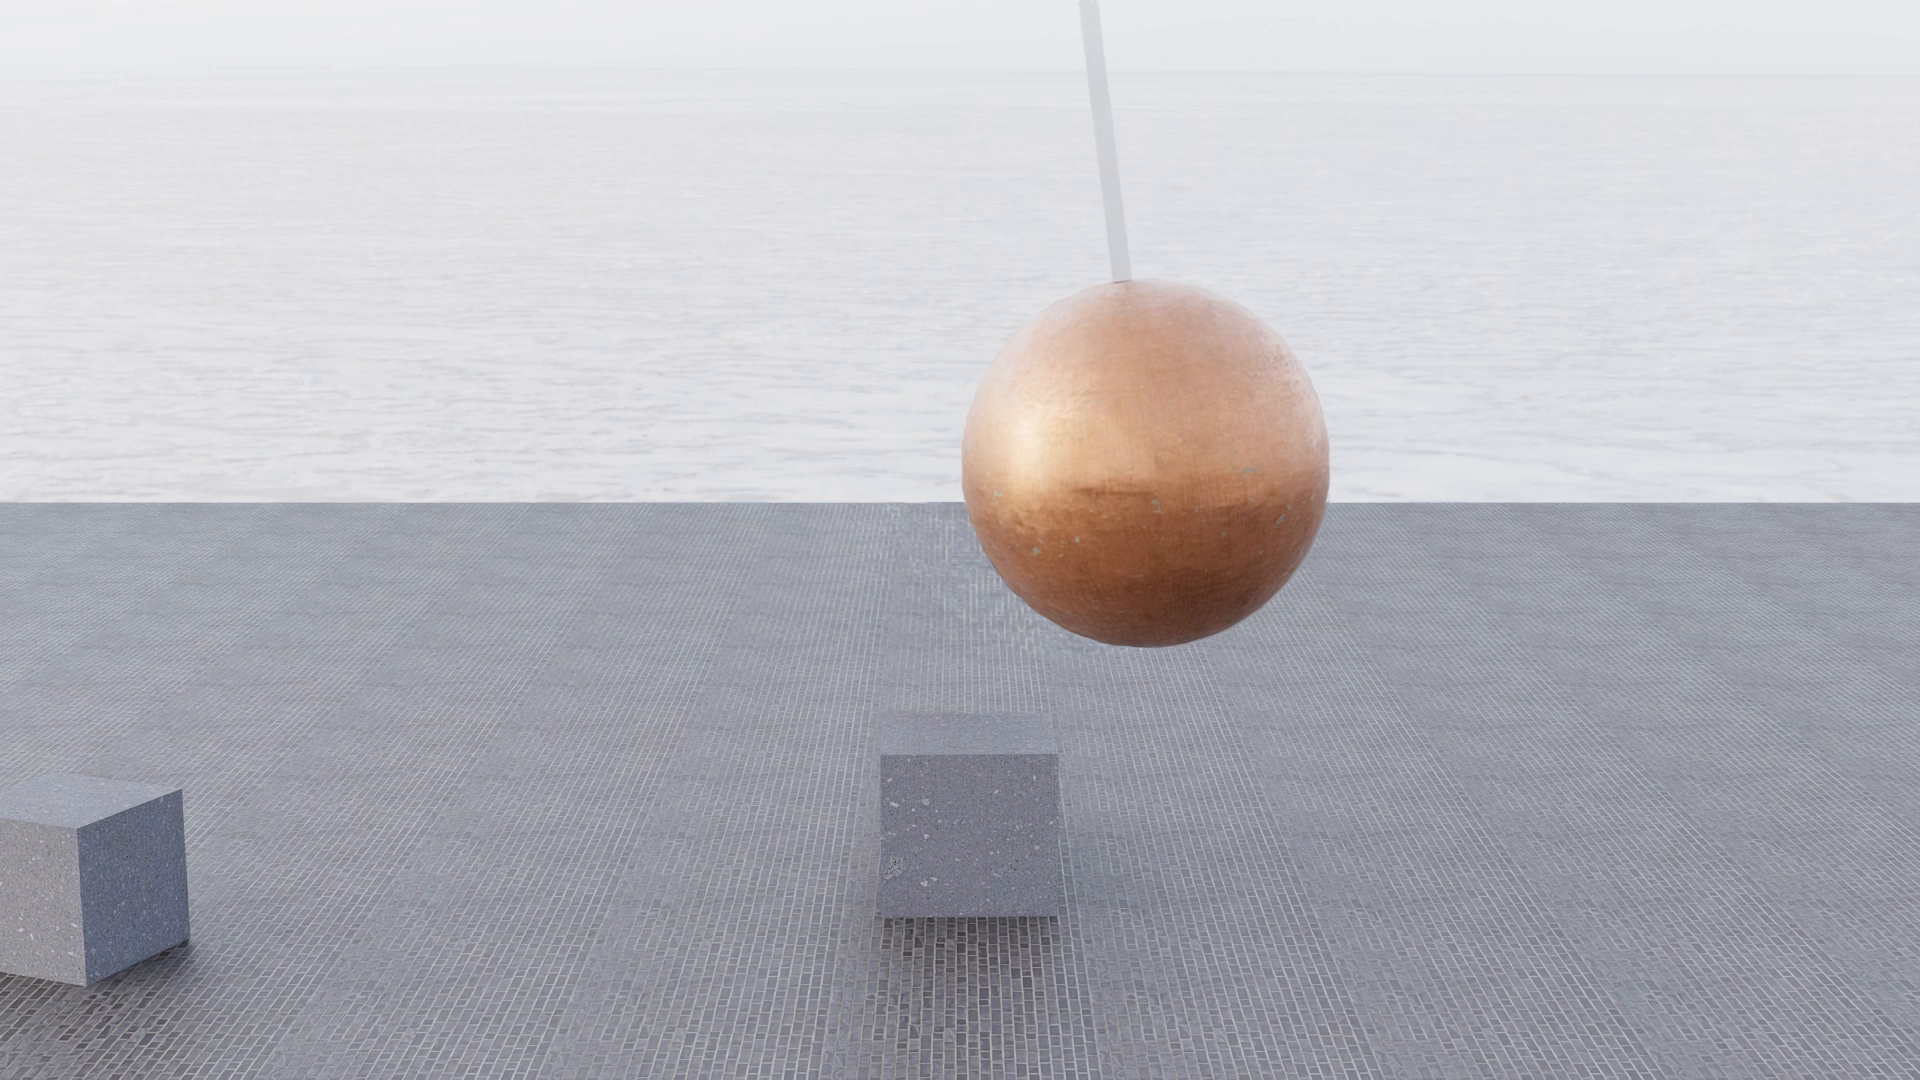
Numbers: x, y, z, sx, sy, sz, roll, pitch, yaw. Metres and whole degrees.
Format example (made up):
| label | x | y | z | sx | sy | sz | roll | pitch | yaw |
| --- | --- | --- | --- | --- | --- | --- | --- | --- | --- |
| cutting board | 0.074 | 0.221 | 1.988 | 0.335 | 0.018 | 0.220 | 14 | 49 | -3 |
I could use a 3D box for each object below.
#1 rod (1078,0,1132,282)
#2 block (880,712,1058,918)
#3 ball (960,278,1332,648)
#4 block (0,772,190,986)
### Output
| label | x | y | z | sx | sy | sz | roll | pitch | yaw |
| --- | --- | --- | --- | --- | --- | --- | --- | --- | --- |
| rod | 0.347 | -3.647 | 10.517 | 0.080 | 5.200 | 0.080 | -8 | 10 | 1 |
| block | 0.032 | 1.179 | 11.101 | 0.745 | 0.708 | 0.701 | 0 | 10 | -1 |
| ball | 0.801 | -0.332 | 11.120 | 1.600 | 1.600 | 1.600 | 0 | 10 | 0 |
| block | -3.591 | 1.353 | 10.345 | 0.663 | 0.637 | 0.615 | 4 | 11 | 22 |
